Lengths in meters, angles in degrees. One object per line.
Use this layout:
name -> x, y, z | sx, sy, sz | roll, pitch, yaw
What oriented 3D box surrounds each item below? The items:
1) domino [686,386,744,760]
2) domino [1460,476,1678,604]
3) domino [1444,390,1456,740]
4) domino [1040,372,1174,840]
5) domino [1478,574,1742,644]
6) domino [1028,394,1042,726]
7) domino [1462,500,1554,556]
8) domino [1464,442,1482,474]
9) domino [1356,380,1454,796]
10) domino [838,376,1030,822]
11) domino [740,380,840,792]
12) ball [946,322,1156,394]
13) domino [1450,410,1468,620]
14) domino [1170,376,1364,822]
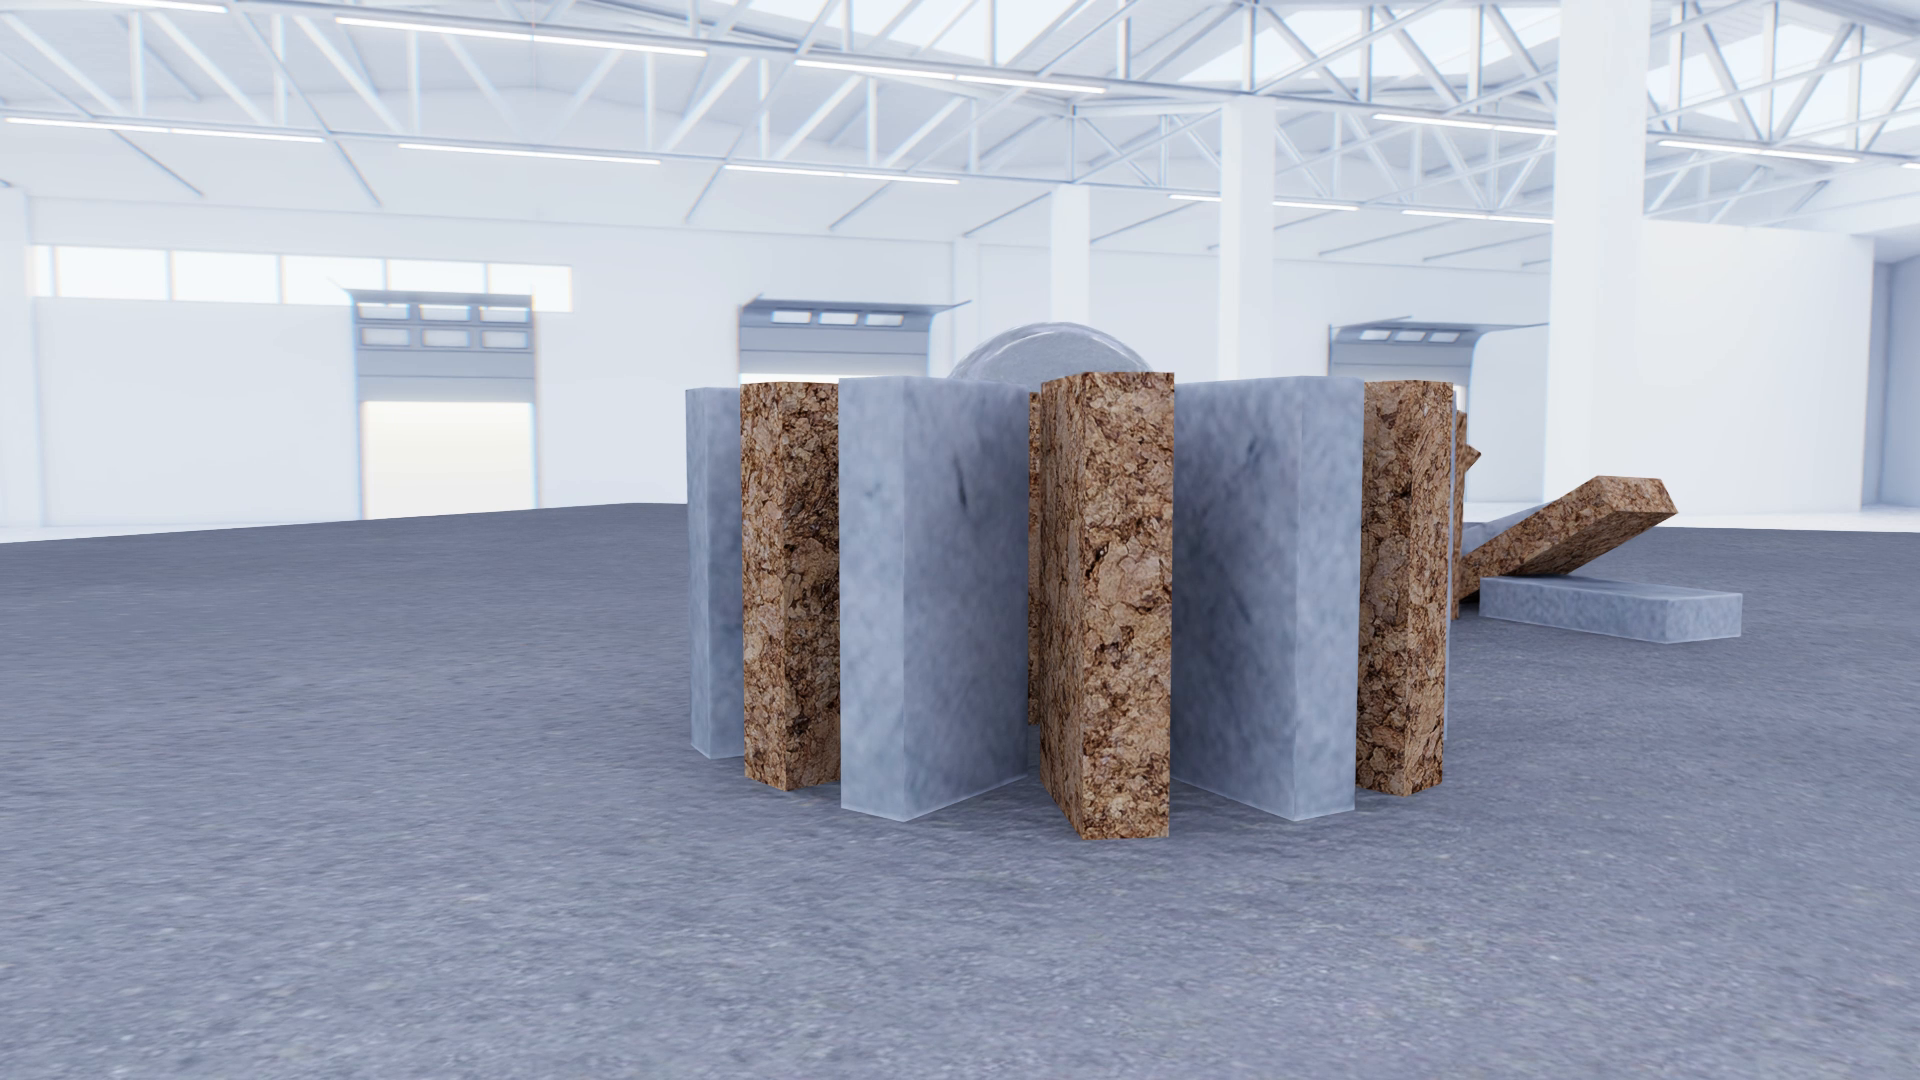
domino -> -0.025, 0.004, 0.181 | 0.025, 0.050, 0.010 | -2, 5, -27
domino -> 0.149, 0.001, 0.322 | 0.025, 0.010, 0.050 | 1, -28, -30
domino -> 0.057, 0.004, 0.186 | 0.025, 0.050, 0.010 | 0, 4, -6
domino -> 0.016, 0.006, 0.149 | 0.010, 0.050, 0.025 | -1, 4, -7
domino -> 0.151, 0.015, 0.301 | 0.025, 0.010, 0.050 | -2, 5, -26
domino -> 0.000, 0.003, 0.199 | 0.025, 0.050, 0.010 | 1, 4, 11
domino -> 0.145, 0.001, 0.350 | 0.050, 0.009, 0.025 | -20, -11, 12
domino -> 0.123, -0.007, 0.354 | 0.010, 0.050, 0.025 | 41, 17, 16
domino -> 0.049, 0.005, 0.165 | 0.010, 0.050, 0.025 | -4, 6, -42
domino -> -0.003, 0.006, 0.155 | 0.009, 0.050, 0.025 | 3, 5, 37
domino -> -0.015, 0.005, 0.167 | 0.025, 0.050, 0.009 | -4, 6, -41
ball -> 0.028, -0.027, 0.398 | 0.080, 0.080, 0.080 | 0, 4, 0
domino -> 0.109, -0.006, 0.316 | 0.025, 0.050, 0.010 | 3, 2, 36
domino -> 0.036, 0.006, 0.156 | 0.009, 0.050, 0.025 | -2, 5, -29
